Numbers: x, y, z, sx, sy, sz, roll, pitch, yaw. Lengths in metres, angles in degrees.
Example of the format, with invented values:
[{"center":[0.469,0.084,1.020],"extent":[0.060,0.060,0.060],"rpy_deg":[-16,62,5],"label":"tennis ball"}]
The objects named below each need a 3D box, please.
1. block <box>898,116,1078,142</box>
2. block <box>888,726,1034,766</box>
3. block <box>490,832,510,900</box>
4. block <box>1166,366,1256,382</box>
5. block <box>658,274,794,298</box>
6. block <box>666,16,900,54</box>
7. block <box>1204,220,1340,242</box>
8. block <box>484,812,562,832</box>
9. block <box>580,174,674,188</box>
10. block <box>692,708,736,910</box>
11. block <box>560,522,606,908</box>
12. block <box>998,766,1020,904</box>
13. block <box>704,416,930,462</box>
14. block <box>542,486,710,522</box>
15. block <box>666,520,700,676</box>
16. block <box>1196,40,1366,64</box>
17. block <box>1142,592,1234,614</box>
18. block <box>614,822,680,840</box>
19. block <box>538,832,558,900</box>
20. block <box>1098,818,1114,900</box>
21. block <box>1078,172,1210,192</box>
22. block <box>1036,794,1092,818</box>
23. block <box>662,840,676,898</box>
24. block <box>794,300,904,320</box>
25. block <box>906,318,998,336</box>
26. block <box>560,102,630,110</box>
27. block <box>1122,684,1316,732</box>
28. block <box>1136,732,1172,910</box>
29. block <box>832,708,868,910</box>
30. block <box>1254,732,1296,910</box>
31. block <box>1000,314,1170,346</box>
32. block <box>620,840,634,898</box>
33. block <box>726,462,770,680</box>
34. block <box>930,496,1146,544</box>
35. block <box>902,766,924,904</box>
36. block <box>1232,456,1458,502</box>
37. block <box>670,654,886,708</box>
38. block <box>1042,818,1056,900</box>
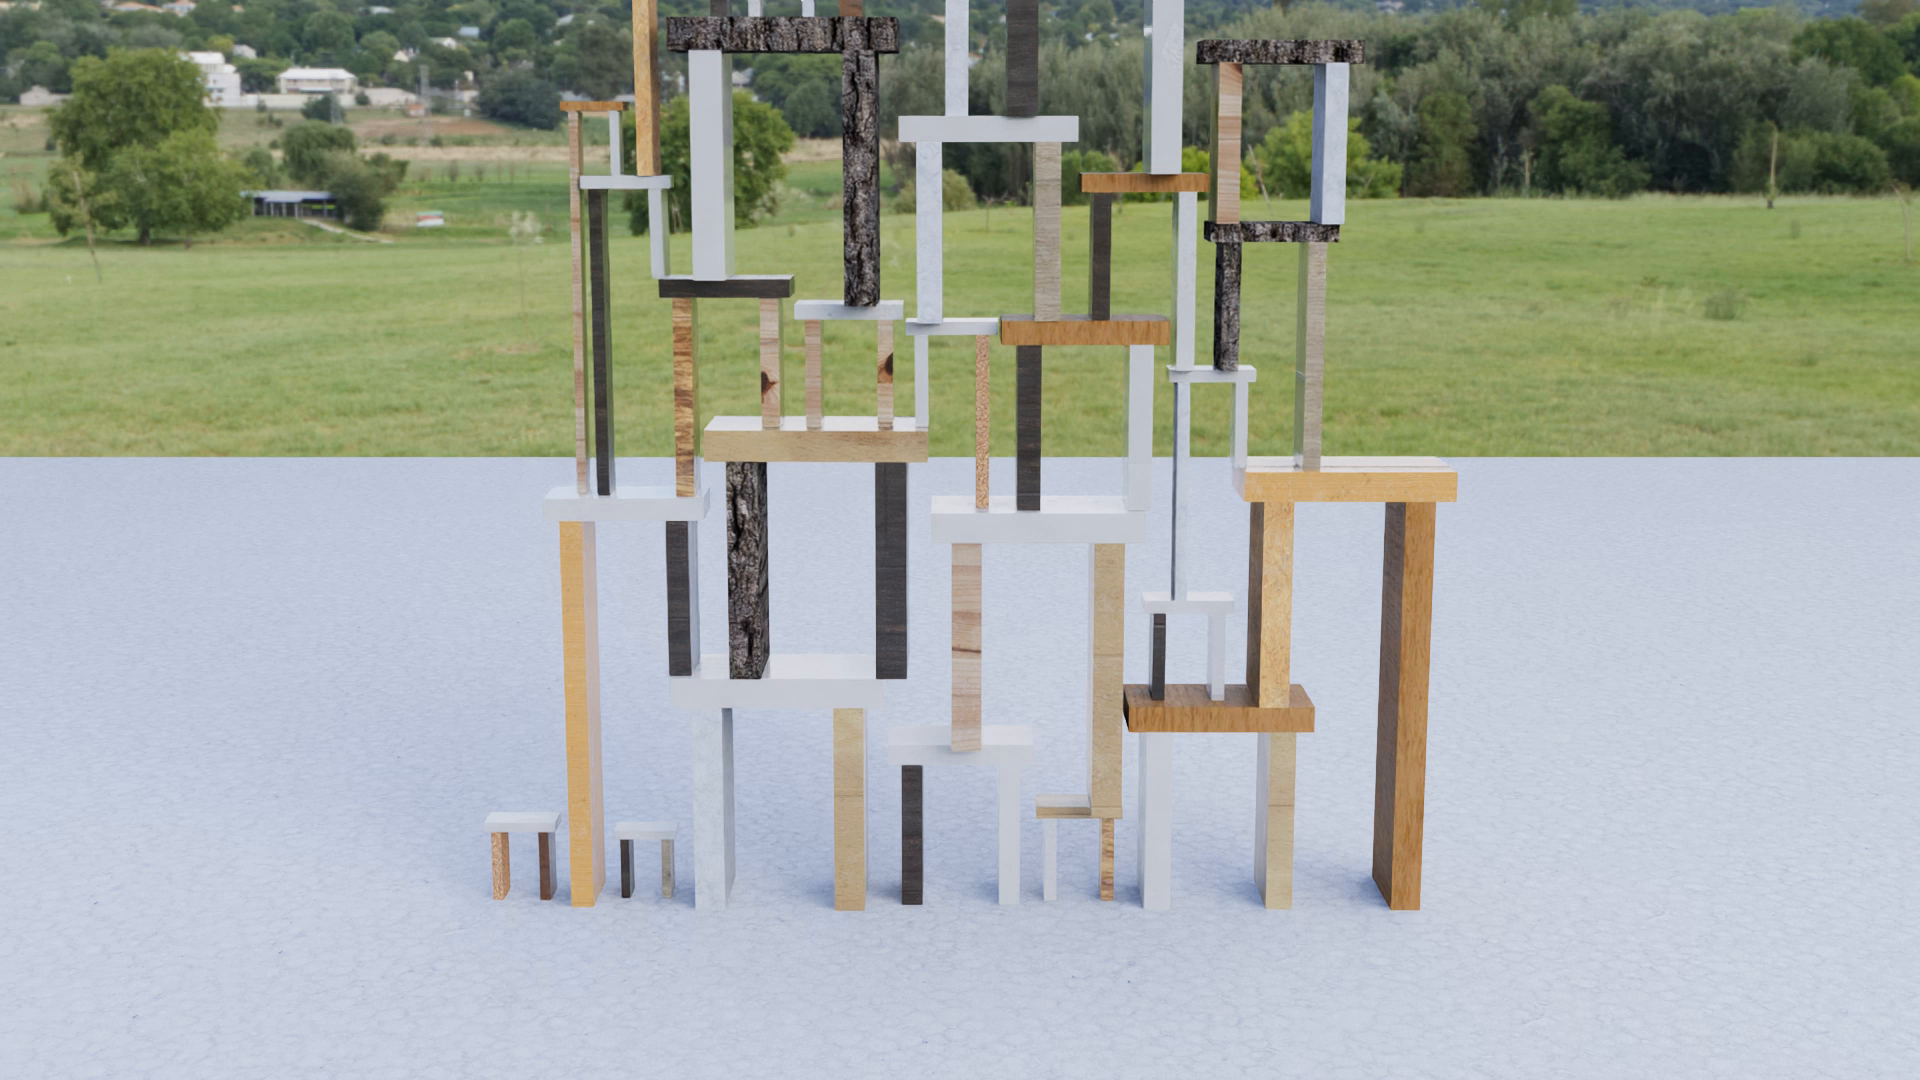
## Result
[{"center":[0.044,-0.643,3.437],"extent":[0.275,0.039,0.138],"rpy_deg":[0,11,0],"label":"block"},{"center":[0.001,0.338,3.627],"extent":[0.238,0.034,0.119],"rpy_deg":[0,11,0],"label":"block"},{"center":[-0.763,0.533,3.656],"extent":[0.017,0.117,0.059],"rpy_deg":[0,11,0],"label":"block"},{"center":[0.400,-0.265,3.509],"extent":[0.137,0.019,0.068],"rpy_deg":[0,11,0],"label":"block"},{"center":[-0.368,-0.402,3.485],"extent":[0.204,0.029,0.102],"rpy_deg":[0,11,0],"label":"block"},{"center":[-0.271,-0.783,3.415],"extent":[0.348,0.049,0.174],"rpy_deg":[0,11,0],"label":"block"},{"center":[0.489,-0.486,3.462],"extent":[0.200,0.028,0.100],"rpy_deg":[0,11,0],"label":"block"},{"center":[-0.724,0.467,3.644],"extent":[0.117,0.017,0.059],"rpy_deg":[0,11,0],"label":"block"},{"center":[-0.521,-0.563,3.452],"extent":[0.139,0.020,0.070],"rpy_deg":[0,11,-2],"label":"block"},{"center":[-0.407,0.422,3.641],"extent":[0.048,0.341,0.171],"rpy_deg":[0,11,0],"label":"block"},{"center":[-0.618,0.274,3.609],"extent":[0.036,0.643,0.127],"rpy_deg":[0,11,0],"label":"block"},{"center":[0.081,0.472,3.652],"extent":[0.034,0.239,0.119],"rpy_deg":[0,11,0],"label":"block"},{"center":[-0.226,-0.163,3.531],"extent":[0.351,0.050,0.175],"rpy_deg":[0,11,0],"label":"block"},{"center":[-0.535,-0.059,3.544],"extent":[0.254,0.036,0.127],"rpy_deg":[0,11,-1],"label":"block"},{"center":[-0.450,0.083,3.573],"extent":[0.036,0.254,0.127],"rpy_deg":[0,11,0],"label":"block"},{"center":[0.495,-0.756,3.412],"extent":[0.244,0.035,0.122],"rpy_deg":[0,11,0],"label":"block"},{"center":[0.370,0.102,3.580],"extent":[0.145,0.021,0.072],"rpy_deg":[0,11,0],"label":"block"},{"center":[-0.520,0.482,3.652],"extent":[0.102,0.014,0.051],"rpy_deg":[0,11,0],"label":"block"},{"center":[-0.685,0.533,3.656],"extent":[0.017,0.117,0.059],"rpy_deg":[0,11,0],"label":"block"},{"center":[0.243,0.520,3.657],"extent":[0.020,0.141,0.071],"rpy_deg":[0,11,0],"label":"block"},{"center":[0.287,-0.562,3.454],"extent":[0.198,0.028,0.099],"rpy_deg":[0,11,0],"label":"block"},{"center":[0.196,0.441,3.643],"extent":[0.141,0.020,0.071],"rpy_deg":[0,11,0],"label":"block"},{"center":[-0.486,0.539,3.663],"extent":[0.014,0.102,0.051],"rpy_deg":[0,11,0],"label":"block"},{"center":[-0.175,-0.366,3.492],"extent":[0.170,0.024,0.085],"rpy_deg":[0,11,0],"label":"block"},{"center":[-0.013,-0.339,3.493],"extent":[0.146,0.021,0.073],"rpy_deg":[0,11,0],"label":"block"},{"center":[-0.570,-0.678,3.433],"extent":[0.099,0.014,0.049],"rpy_deg":[1,10,4],"label":"block"},{"center":[0.421,0.275,3.609],"extent":[0.299,0.042,0.149],"rpy_deg":[0,11,0],"label":"block"},{"center":[0.322,0.443,3.640],"extent":[0.042,0.299,0.149],"rpy_deg":[0,11,0],"label":"block"},{"center":[-0.180,0.422,3.641],"extent":[0.048,0.341,0.171],"rpy_deg":[0,11,0],"label":"block"},{"center":[0.521,0.443,3.640],"extent":[0.042,0.299,0.149],"rpy_deg":[0,11,0],"label":"block"},{"center":[0.196,-0.335,3.495],"extent":[0.263,0.037,0.131],"rpy_deg":[0,11,0],"label":"block"},{"center":[-0.554,0.539,3.663],"extent":[0.014,0.102,0.051],"rpy_deg":[0,11,0],"label":"block"},{"center":[-0.343,0.034,3.568],"extent":[0.050,0.351,0.176],"rpy_deg":[0,11,0],"label":"block"},{"center":[0.123,-0.034,3.548],"extent":[0.339,0.048,0.170],"rpy_deg":[0,11,0],"label":"block"},{"center":[-0.078,0.472,3.652],"extent":[0.034,0.239,0.119],"rpy_deg":[0,11,0],"label":"block"},{"center":[0.615,-0.099,3.544],"extent":[0.335,0.047,0.167],"rpy_deg":[0,11,0],"label":"block"},{"center":[-0.294,0.230,3.605],"extent":[0.341,0.048,0.171],"rpy_deg":[0,11,0],"label":"block"},{"center":[0.149,0.520,3.657],"extent":[0.020,0.141,0.071],"rpy_deg":[0,11,0],"label":"block"}]
